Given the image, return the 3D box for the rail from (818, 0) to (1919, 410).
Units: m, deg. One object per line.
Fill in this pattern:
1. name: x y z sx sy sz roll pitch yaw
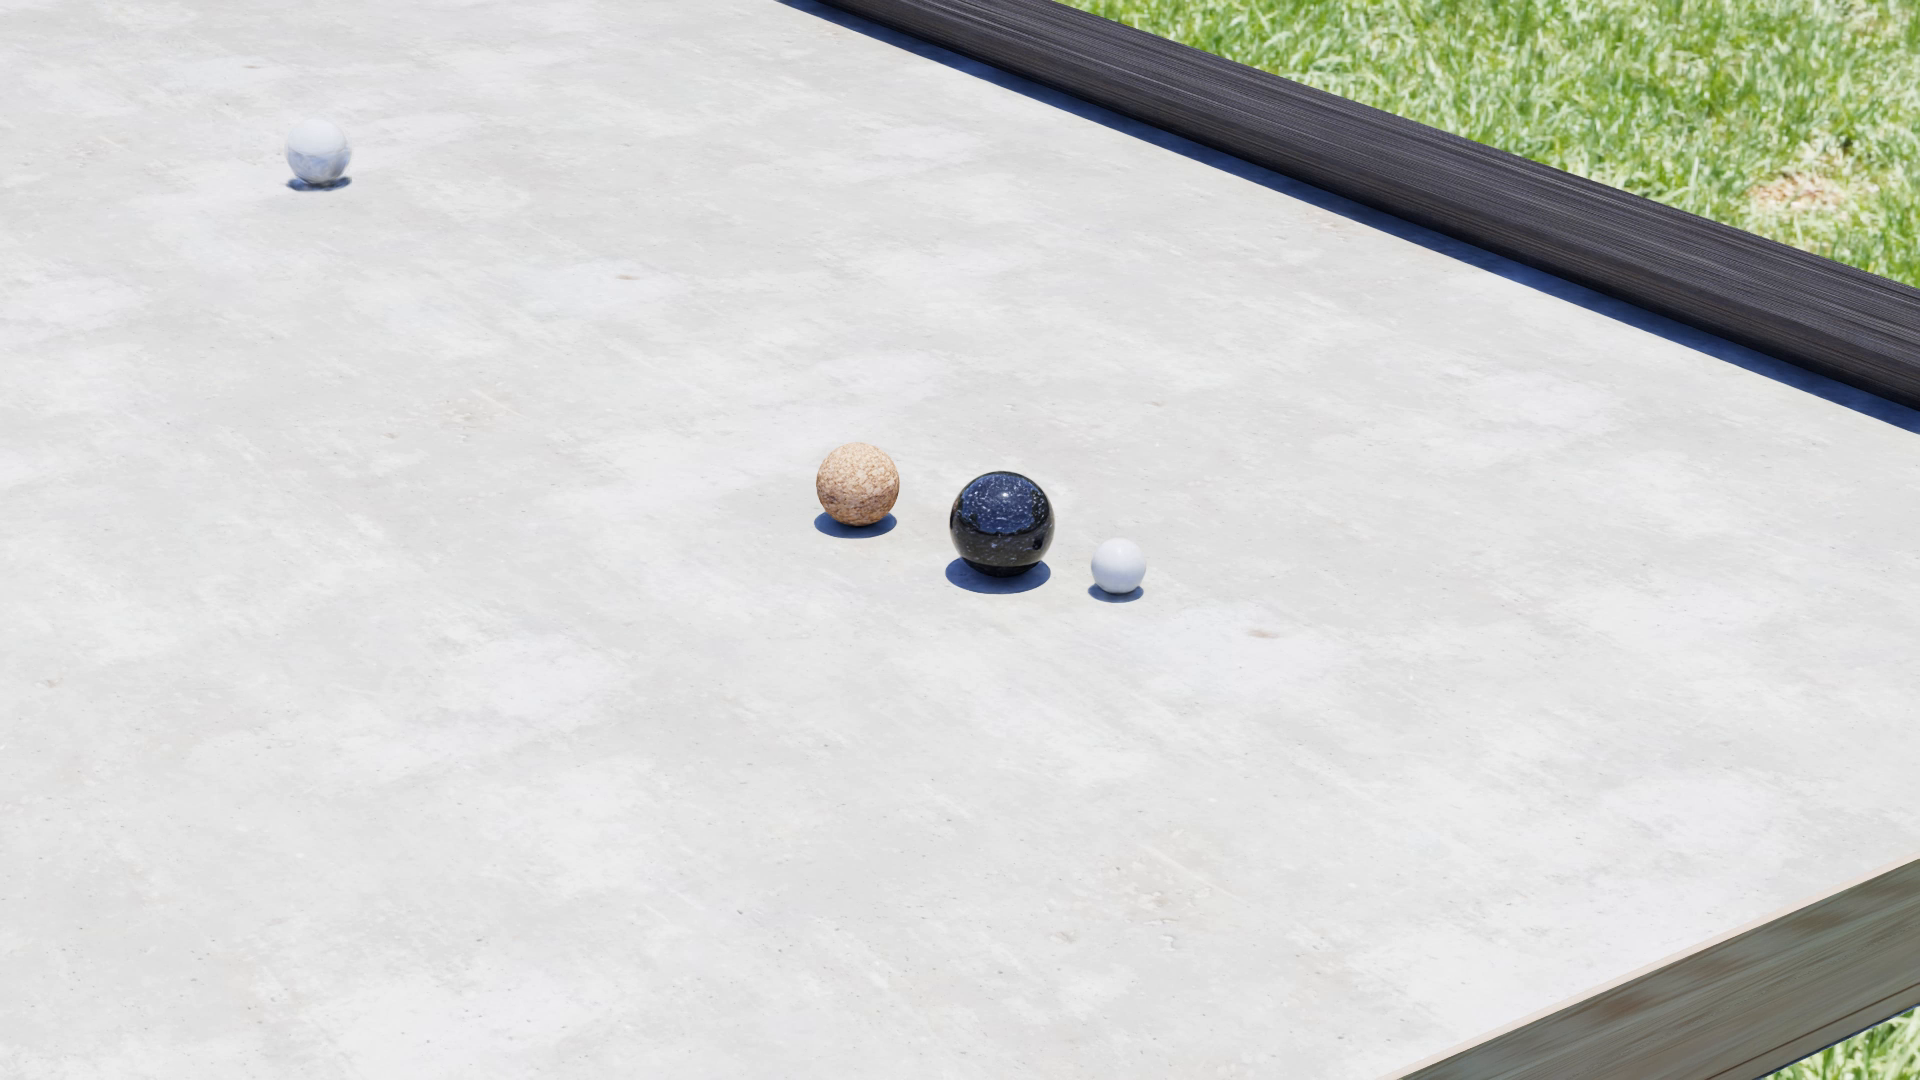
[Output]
1. rail: 0.276 -0.492 3.334 0.045 0.108 3.273 -15 28 -31

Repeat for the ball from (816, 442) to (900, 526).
1. ball: -0.082 -0.045 2.368 0.068 0.068 0.068 0 24 0

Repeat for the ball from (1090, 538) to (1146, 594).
1. ball: 0.121 0.020 2.250 0.043 0.043 0.043 0 24 0

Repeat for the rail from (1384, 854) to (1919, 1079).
1. rail: 0.444 0.244 1.656 1.816 0.108 0.045 -15 28 -31

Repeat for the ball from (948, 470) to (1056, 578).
1. ball: 0.033 -0.012 2.274 0.083 0.083 0.083 0 24 0

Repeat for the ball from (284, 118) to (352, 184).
1. ball: -0.706 -0.427 3.233 0.073 0.073 0.073 0 24 0
